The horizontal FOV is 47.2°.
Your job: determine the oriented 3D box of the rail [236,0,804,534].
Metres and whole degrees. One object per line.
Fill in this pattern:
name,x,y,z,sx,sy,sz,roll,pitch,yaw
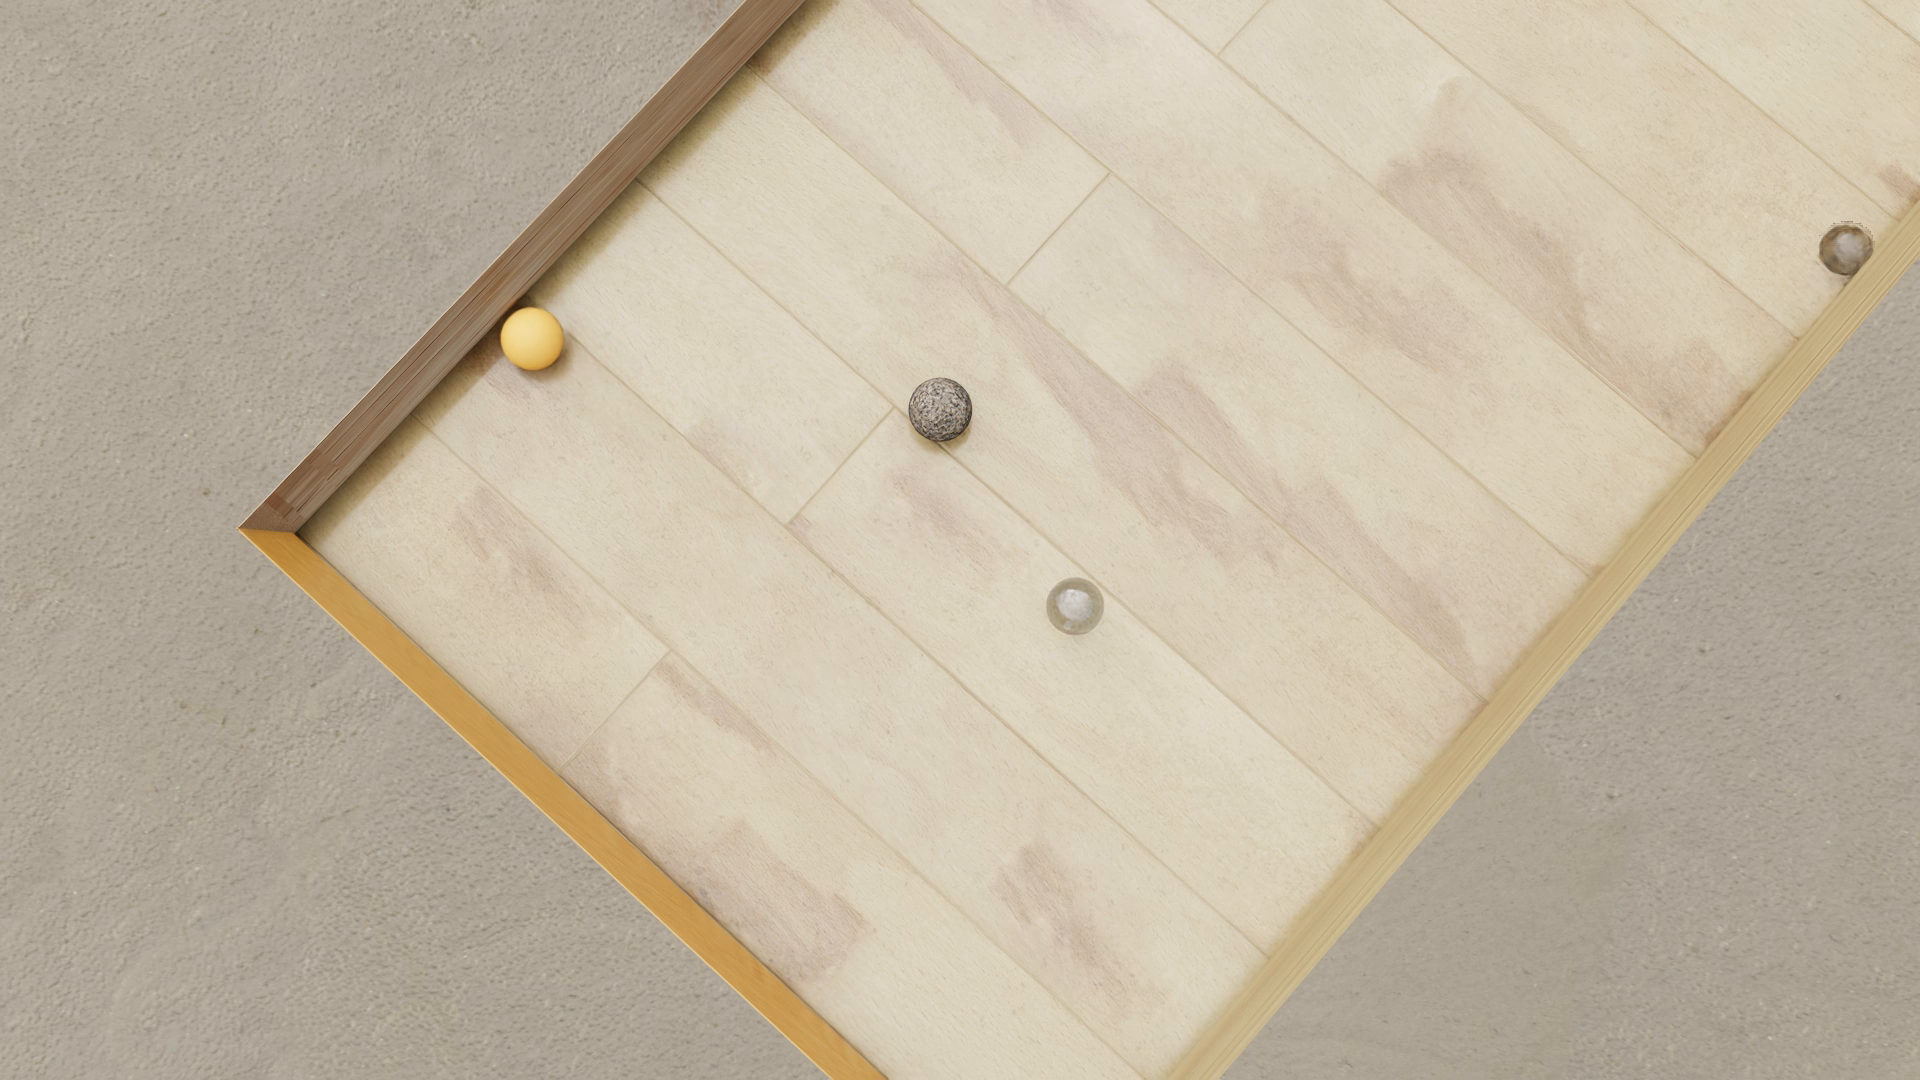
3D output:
rail,-0.103,-1.017,3.422,0.045,0.125,2.792,41,83,6

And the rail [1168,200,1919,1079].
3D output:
rail,1.033,-0.016,3.253,0.045,0.125,2.792,41,83,6

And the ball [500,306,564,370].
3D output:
ball,-0.645,-0.304,3.318,0.094,0.094,0.094,0,80,0

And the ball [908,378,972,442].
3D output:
ball,-0.029,-0.196,3.299,0.096,0.096,0.096,0,80,0

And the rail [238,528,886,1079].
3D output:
rail,-0.449,0.492,3.167,1.571,0.125,0.045,41,83,6

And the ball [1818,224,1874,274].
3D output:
ball,1.350,-0.443,3.350,0.077,0.077,0.077,0,80,0

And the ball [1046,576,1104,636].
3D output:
ball,0.170,0.098,3.254,0.088,0.088,0.088,0,80,0
